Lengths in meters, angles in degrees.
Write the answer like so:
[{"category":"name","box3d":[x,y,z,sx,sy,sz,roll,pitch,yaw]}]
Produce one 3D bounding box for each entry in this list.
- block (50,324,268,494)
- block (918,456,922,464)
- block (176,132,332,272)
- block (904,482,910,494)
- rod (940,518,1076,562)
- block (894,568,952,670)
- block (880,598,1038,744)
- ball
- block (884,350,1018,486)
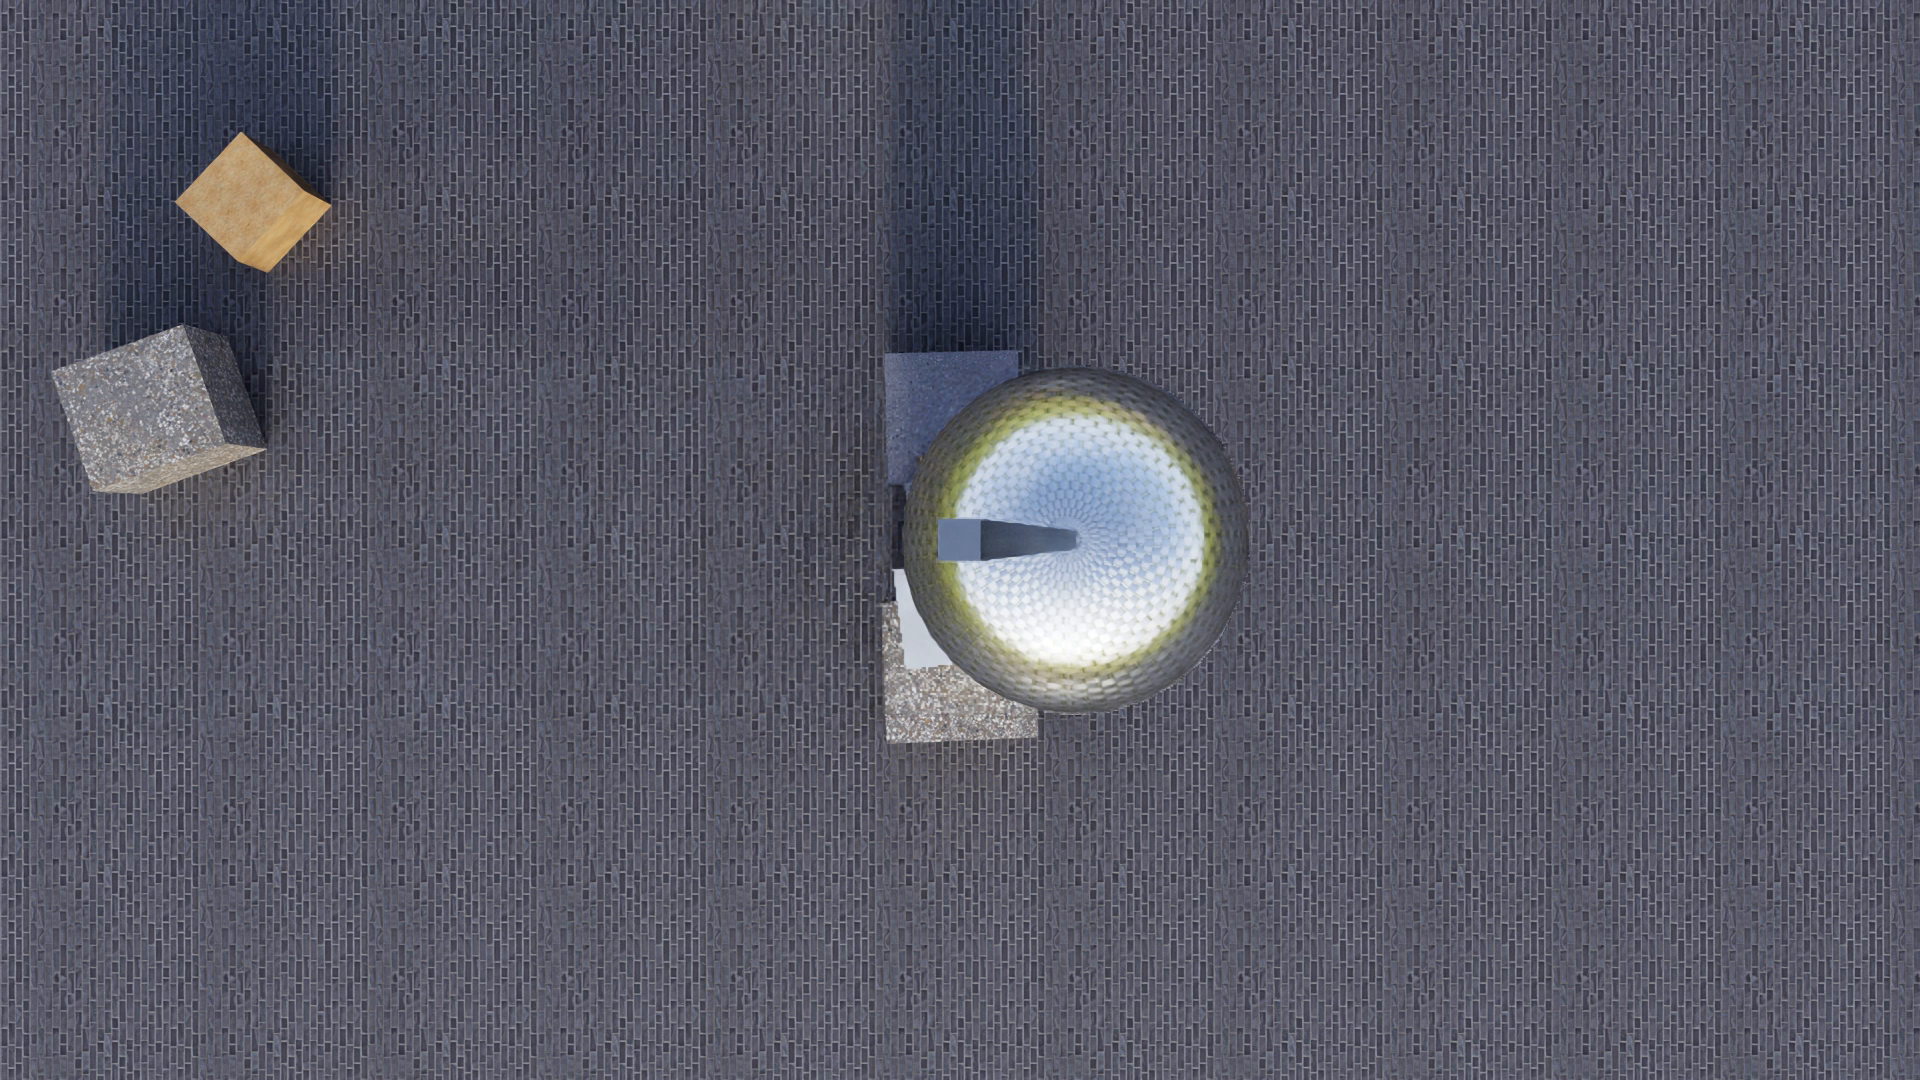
[{"category":"block","box3d":[-4.583,-0.738,12.631,0.786,0.738,0.708,-20,90,0]},{"category":"block","box3d":[0.052,-0.221,12.095,0.515,0.512,0.526,-5,93,0]},{"category":"block","box3d":[-4.081,-1.946,12.728,0.490,0.544,0.549,43,90,0]},{"category":"block","box3d":[-0.015,-0.014,12.684,0.573,0.633,0.630,-2,90,0]},{"category":"rod","box3d":[0.229,0.000,6.764,0.080,5.200,0.080,0,90,5]},{"category":"block","box3d":[-0.075,0.388,11.827,0.487,0.600,0.530,-7,90,0]},{"category":"block","box3d":[-0.003,0.716,12.564,0.835,0.873,0.780,-2,90,0]},{"category":"ball","box3d":[0.528,0.000,10.151,1.600,1.600,1.600,0,90,0]},{"category":"block","box3d":[-0.040,-0.693,12.673,0.750,0.655,0.728,-2,90,0]}]
